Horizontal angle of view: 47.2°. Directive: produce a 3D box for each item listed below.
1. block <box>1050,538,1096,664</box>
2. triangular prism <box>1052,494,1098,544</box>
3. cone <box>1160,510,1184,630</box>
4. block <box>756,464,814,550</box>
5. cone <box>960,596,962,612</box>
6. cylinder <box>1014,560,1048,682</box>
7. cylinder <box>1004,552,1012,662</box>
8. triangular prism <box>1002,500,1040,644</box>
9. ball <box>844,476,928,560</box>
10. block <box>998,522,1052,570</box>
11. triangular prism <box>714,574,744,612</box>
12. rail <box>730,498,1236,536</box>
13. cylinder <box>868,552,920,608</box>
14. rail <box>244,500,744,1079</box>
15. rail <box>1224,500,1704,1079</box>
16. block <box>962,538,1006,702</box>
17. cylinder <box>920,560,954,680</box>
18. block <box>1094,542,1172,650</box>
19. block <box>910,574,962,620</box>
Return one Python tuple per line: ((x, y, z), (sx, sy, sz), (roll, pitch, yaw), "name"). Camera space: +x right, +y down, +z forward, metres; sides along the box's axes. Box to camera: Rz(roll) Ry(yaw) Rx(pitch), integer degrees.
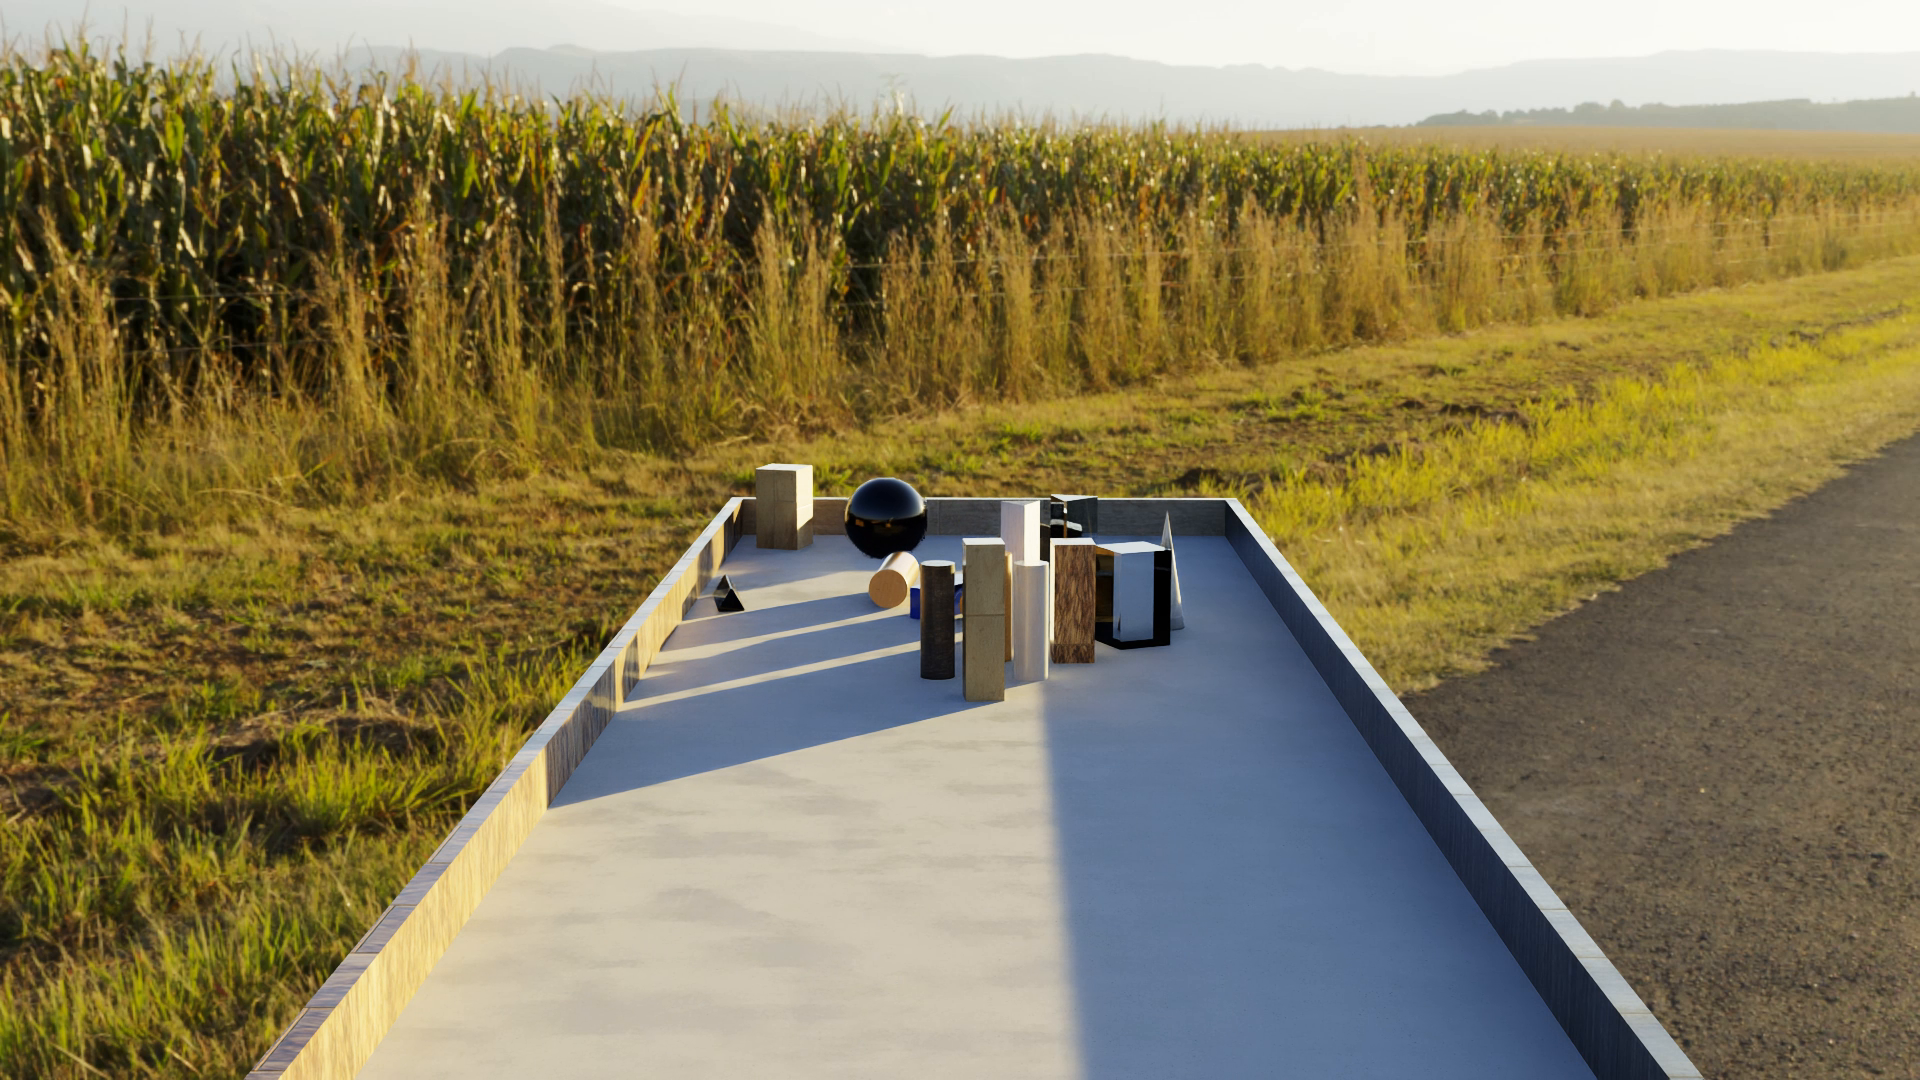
((0.342, 0.184, 6.687), (0.124, 0.364, 0.124), (0, 9, -3), "block")
((0.347, 0.069, 7.207), (0.155, 0.427, 0.134), (-9, 12, -44), "triangular prism")
((0.674, 0.093, 7.180), (0.127, 0.389, 0.127), (0, 9, 0), "cone")
((-0.705, -0.135, 8.837), (0.175, 0.320, 0.175), (3, 9, 17), "block")
((0.055, 0.110, 7.462), (0.127, 0.127, 0.443), (0, 28, -2), "cone")
((0.208, 0.236, 6.429), (0.101, 0.342, 0.101), (0, 9, 0), "cylinder")
((0.094, 0.202, 6.686), (0.127, 0.327, 0.127), (0, 9, 0), "cylinder")
((0.207, 0.101, 6.943), (0.104, 0.447, 0.120), (-6, 11, -34), "triangular prism")
((-0.287, -0.085, 8.520), (0.321, 0.321, 0.321), (0, 9, 0), "ball")
((0.201, 0.083, 7.414), (0.152, 0.304, 0.152), (16, 3, -21), "block")
((-0.802, 0.179, 7.619), (0.090, 0.078, 0.302), (-1, 9, -10), "triangular prism")
((0.099, -0.098, 9.147), (2.100, 0.150, 0.050), (0, 9, 1), "rail")
((-0.230, 0.137, 7.714), (0.134, 0.134, 0.382), (1, 9, 5), "cylinder")
((-1.004, 0.839, 3.234), (0.050, 0.150, 12.000), (0, 9, 1), "rail")
((1.046, 0.843, 3.208), (0.050, 0.150, 12.000), (0, 9, 1), "rail")
((0.066, 0.223, 6.176), (0.109, 0.445, 0.109), (-1, 9, -5), "block")
((-0.066, 0.235, 6.450), (0.102, 0.338, 0.102), (0, 9, 0), "cylinder")
((0.544, 0.174, 6.940), (0.178, 0.305, 0.178), (-4, 10, -24), "block")
((-0.040, 0.194, 7.453), (0.105, 0.105, 0.311), (6, 11, 32), "block")
